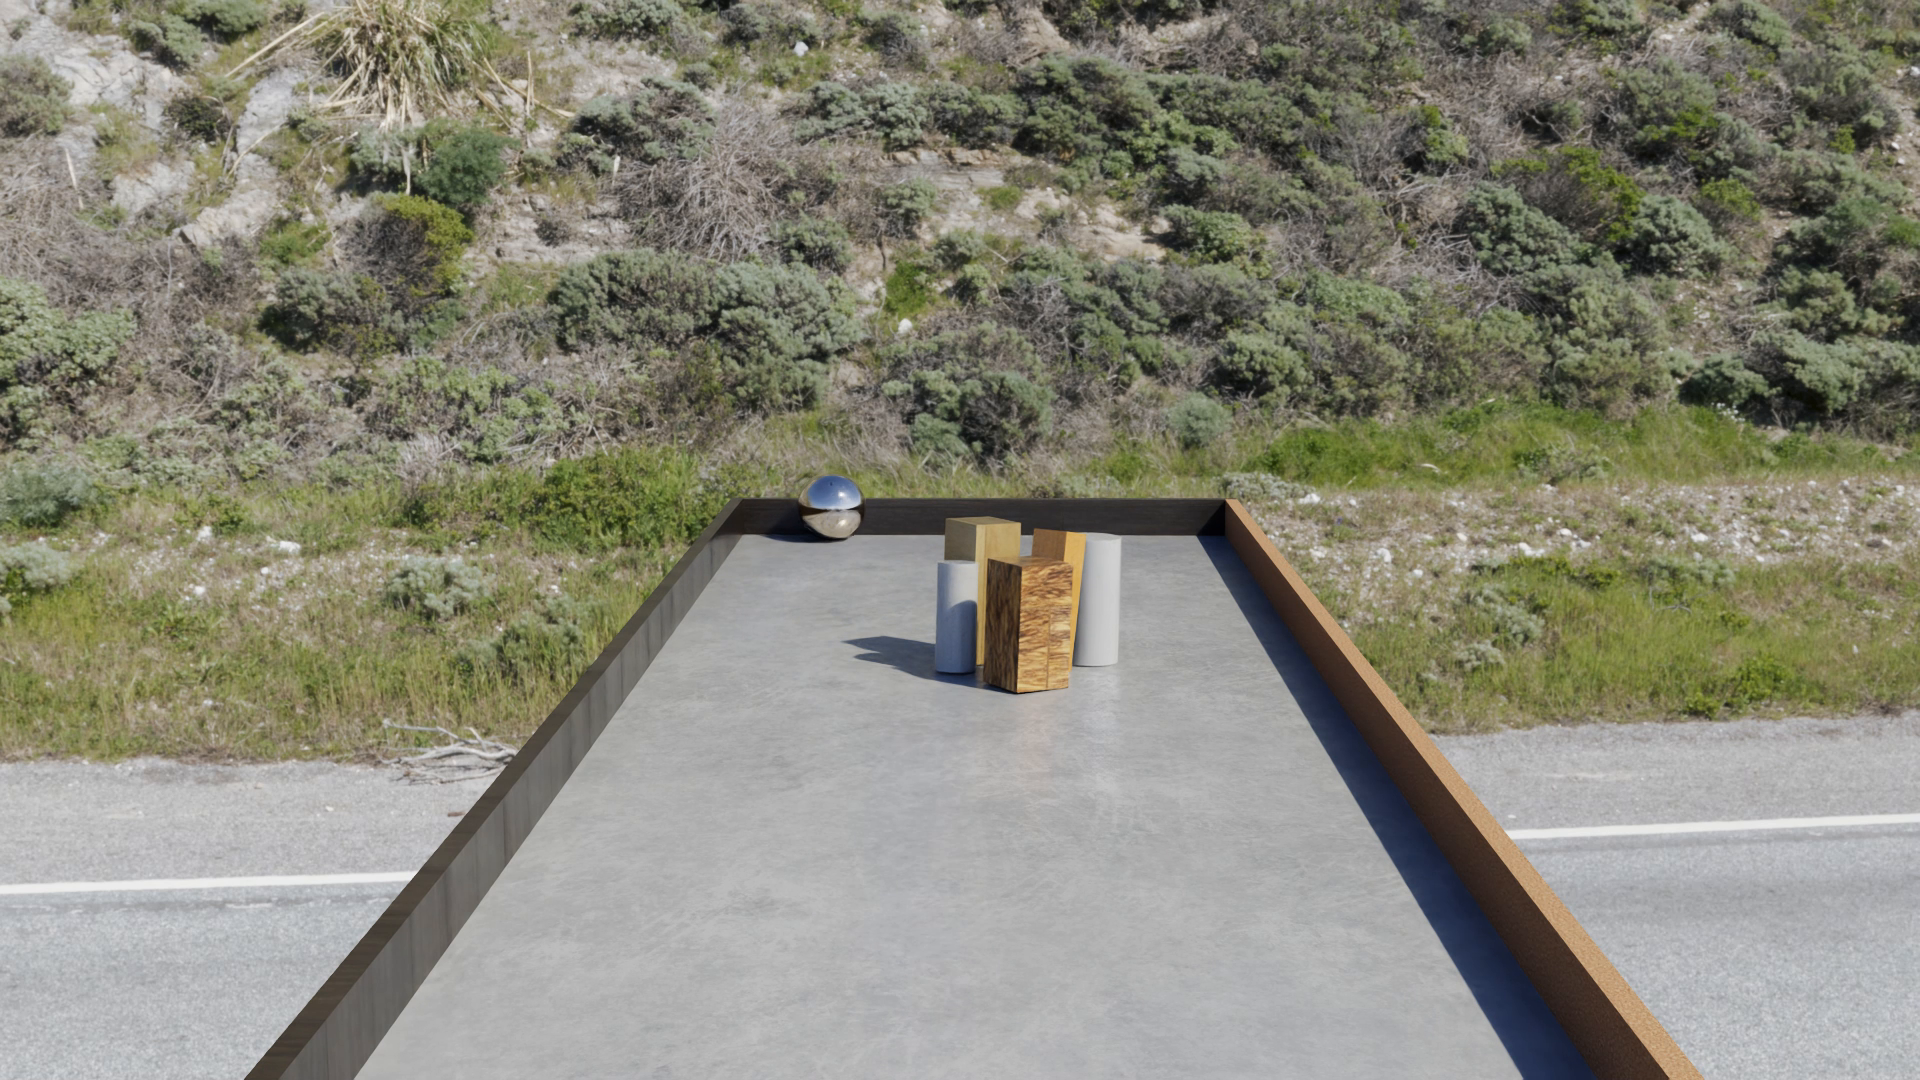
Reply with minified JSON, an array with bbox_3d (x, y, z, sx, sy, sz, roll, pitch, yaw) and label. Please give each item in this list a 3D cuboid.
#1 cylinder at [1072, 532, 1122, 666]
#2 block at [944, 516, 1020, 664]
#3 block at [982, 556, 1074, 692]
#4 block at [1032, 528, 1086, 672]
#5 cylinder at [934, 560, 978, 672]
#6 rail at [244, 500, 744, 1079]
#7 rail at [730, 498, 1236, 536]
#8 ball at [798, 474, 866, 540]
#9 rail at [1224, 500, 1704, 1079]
[{"bbox_3d":[0.394,0.178,6.659,0.180,0.380,0.180,1,8,0],"label":"cylinder"},{"bbox_3d":[0.062,0.152,6.677,0.164,0.424,0.164,-3,9,-35],"label":"block"},{"bbox_3d":[0.195,0.239,6.327,0.177,0.361,0.177,-3,9,-32],"label":"block"},{"bbox_3d":[0.275,0.178,6.525,0.113,0.411,0.113,6,-1,34],"label":"block"},{"bbox_3d":[-0.009,0.226,6.528,0.123,0.322,0.123,2,5,0],"label":"cylinder"},{"bbox_3d":[-1.004,0.839,3.234,0.050,0.150,12.000,0,9,1],"label":"rail"},{"bbox_3d":[0.099,-0.098,9.147,2.100,0.150,0.050,0,9,1],"label":"rail"},{"bbox_3d":[-0.525,-0.135,8.985,0.274,0.274,0.274,0,9,0],"label":"ball"},{"bbox_3d":[1.046,0.843,3.208,0.050,0.150,12.000,0,9,1],"label":"rail"}]
